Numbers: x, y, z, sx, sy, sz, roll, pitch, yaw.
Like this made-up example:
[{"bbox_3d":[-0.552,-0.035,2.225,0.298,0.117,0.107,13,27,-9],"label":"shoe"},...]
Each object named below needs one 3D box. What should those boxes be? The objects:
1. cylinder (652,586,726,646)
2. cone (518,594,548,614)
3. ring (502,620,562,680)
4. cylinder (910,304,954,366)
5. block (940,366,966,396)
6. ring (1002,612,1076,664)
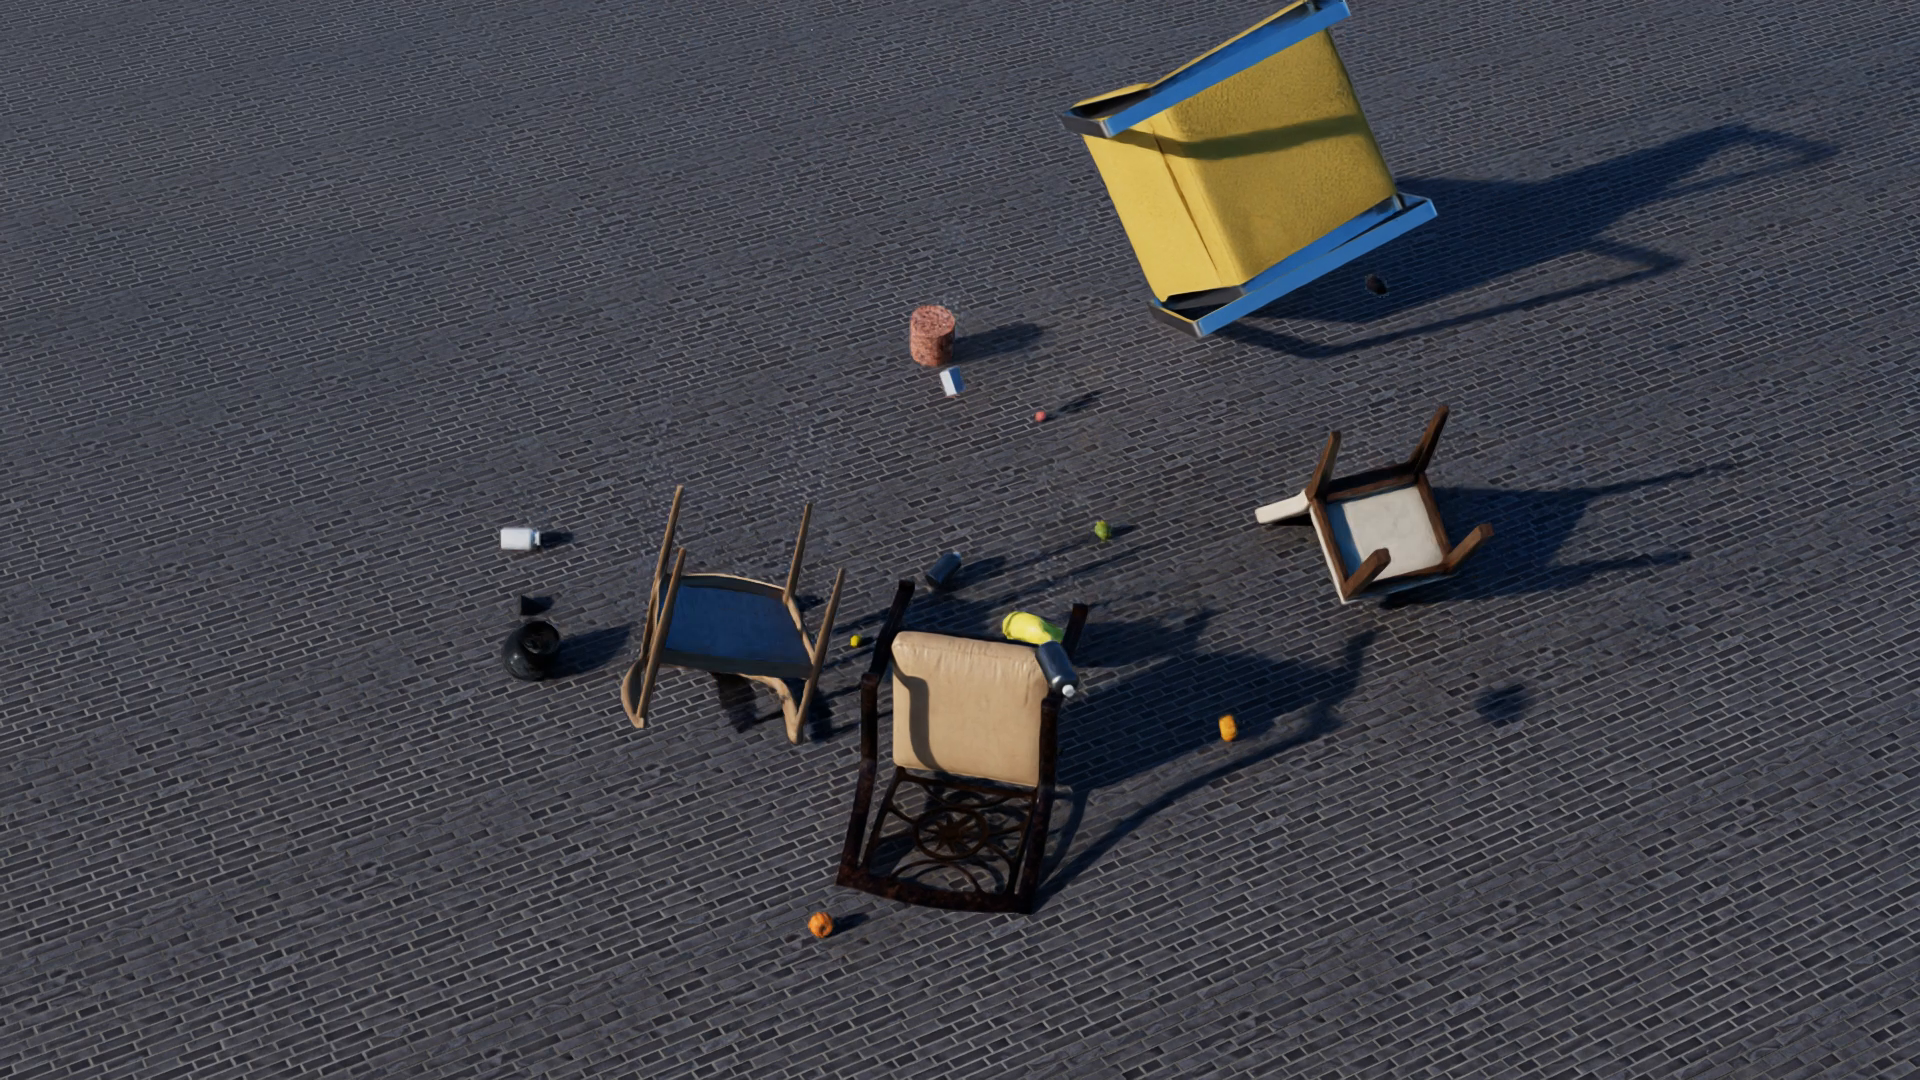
[{"bbox_3d":[-0.957,0.266,10.345,0.232,0.132,0.159,-21,21,11],"label":"cylinder"},{"bbox_3d":[-1.532,0.239,10.554,0.108,0.061,0.107,12,26,-19],"label":"cone"},{"bbox_3d":[-1.490,0.384,10.207,0.186,0.127,0.244,36,40,0],"label":"ring"},{"bbox_3d":[-0.114,-0.835,12.001,0.181,0.185,0.172,23,55,15],"label":"cylinder"},{"bbox_3d":[-0.029,-0.617,11.344,0.048,0.094,0.066,-10,15,39],"label":"block"},{"bbox_3d":[0.274,0.341,10.168,0.271,0.379,0.092,31,80,-6],"label":"ring"}]
